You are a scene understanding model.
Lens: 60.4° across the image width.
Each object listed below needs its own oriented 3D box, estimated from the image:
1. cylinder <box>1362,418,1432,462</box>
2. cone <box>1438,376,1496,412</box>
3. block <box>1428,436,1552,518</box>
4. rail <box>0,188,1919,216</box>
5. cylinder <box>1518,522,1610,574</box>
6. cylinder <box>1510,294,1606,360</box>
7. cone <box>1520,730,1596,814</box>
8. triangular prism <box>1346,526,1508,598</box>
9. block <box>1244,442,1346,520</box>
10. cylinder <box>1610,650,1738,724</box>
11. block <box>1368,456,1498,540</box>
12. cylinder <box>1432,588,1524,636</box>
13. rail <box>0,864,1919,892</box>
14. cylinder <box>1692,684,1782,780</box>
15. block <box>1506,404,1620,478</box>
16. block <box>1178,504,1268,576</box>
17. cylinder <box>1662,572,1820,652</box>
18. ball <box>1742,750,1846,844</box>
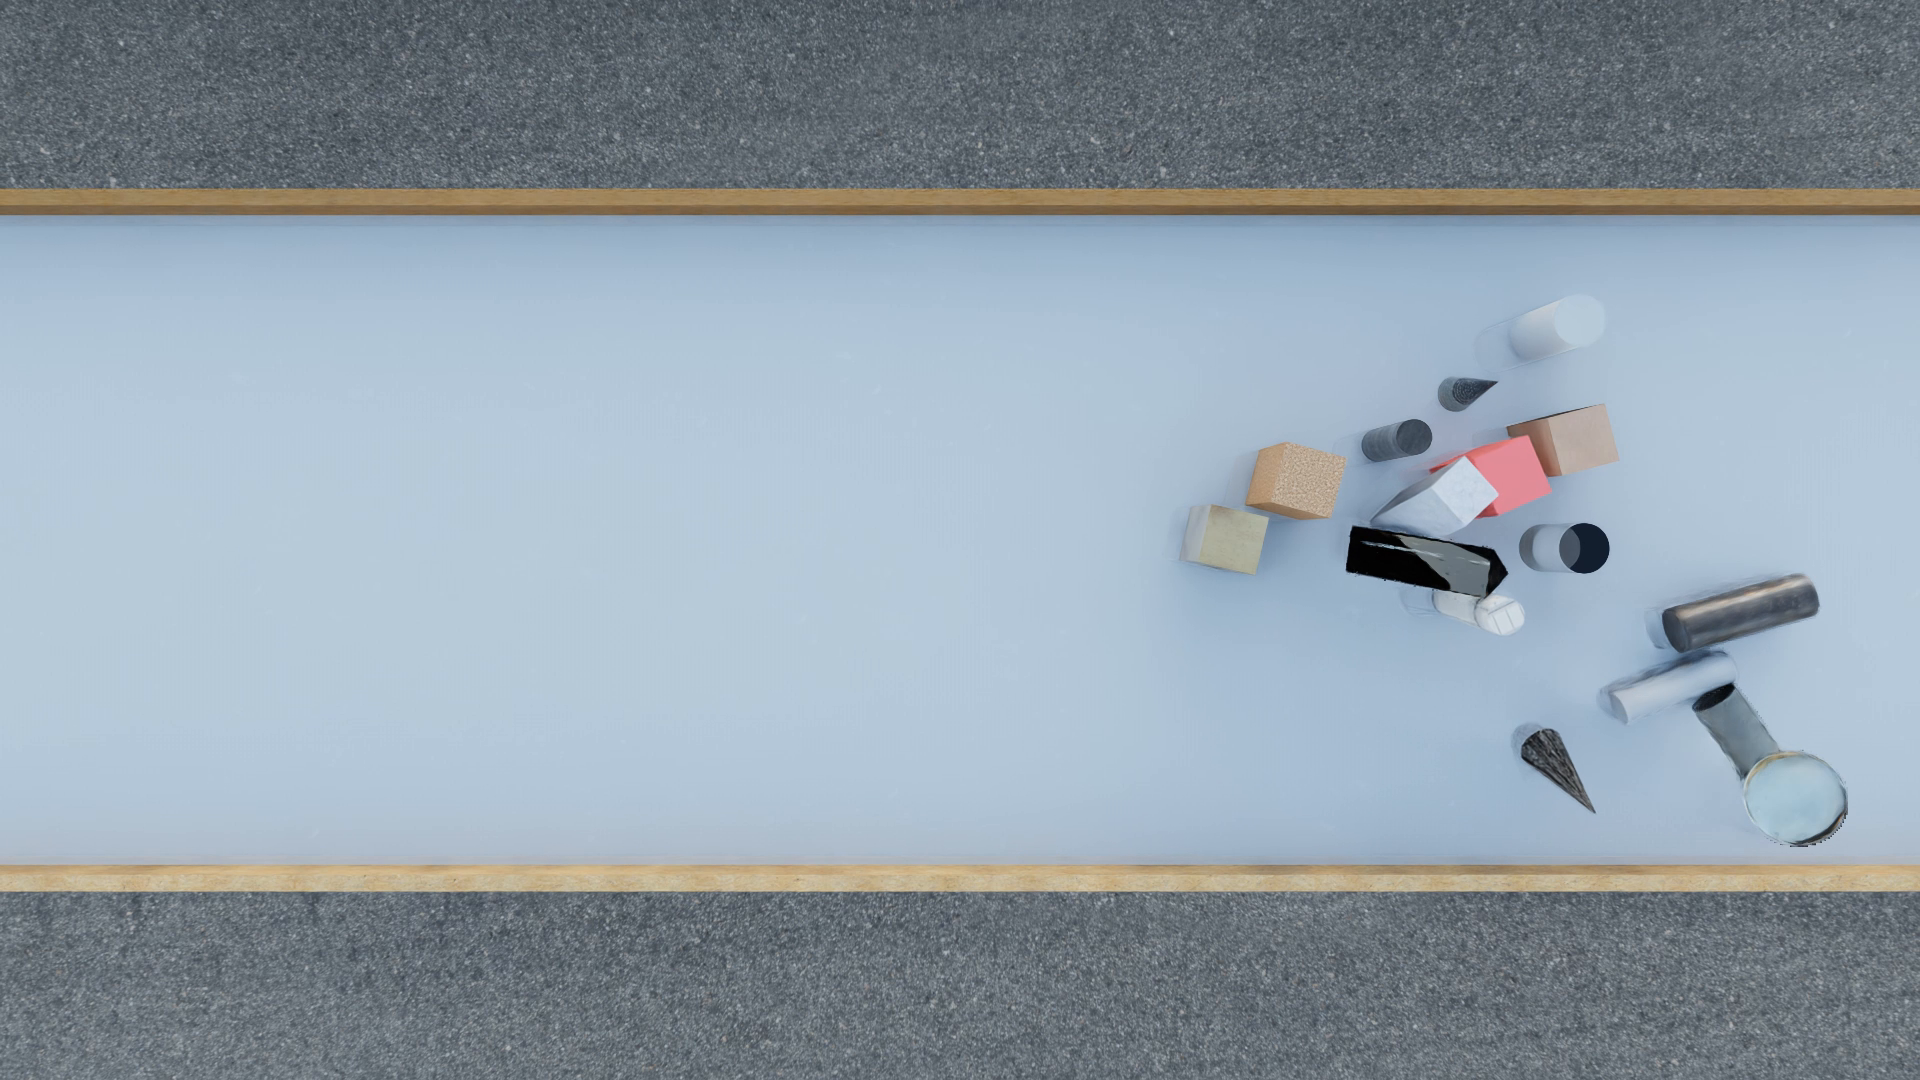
[{"bbox_3d":[1.287,-0.292,4.874,0.103,0.405,0.103,0,90,0],"label":"cylinder"},{"bbox_3d":[1.526,-0.449,4.872,0.111,0.409,0.111,0,90,0],"label":"cone"},{"bbox_3d":[1.570,-0.178,4.900,0.177,0.334,0.177,-23,90,-7],"label":"block"},{"bbox_3d":[-2.247,-1.025,5.002,12.000,0.150,0.050,0,90,0],"label":"rail"},{"bbox_3d":[1.793,0.024,4.906,0.146,0.340,0.146,0,90,0],"label":"cylinder"},{"bbox_3d":[1.768,-0.628,4.891,0.149,0.370,0.149,0,90,0],"label":"cylinder"},{"bbox_3d":[1.809,0.714,4.906,0.132,0.323,0.132,-7,123,-10],"label":"cone"},{"bbox_3d":[1.362,0.044,4.856,0.140,0.452,0.121,-37,124,-36],"label":"triangular prism"},{"bbox_3d":[0.984,-0.170,4.865,0.177,0.424,0.177,15,90,0],"label":"block"},{"bbox_3d":[2.172,0.448,5.025,0.356,0.104,0.104,-21,90,0],"label":"cylinder"},{"bbox_3d":[1.389,-0.093,4.856,0.147,0.409,0.147,-40,87,-17],"label":"block"},{"bbox_3d":[1.518,0.197,4.850,0.107,0.445,0.107,0,95,-4],"label":"cylinder"},{"bbox_3d":[-2.247,1.025,5.001,12.000,0.150,0.050,0,90,0],"label":"rail"},{"bbox_3d":[2.375,0.601,5.005,0.142,0.142,0.303,-36,90,0],"label":"cylinder"},{"bbox_3d":[1.785,-0.288,4.899,0.170,0.355,0.170,-15,90,0],"label":"block"},{"bbox_3d":[0.773,-0.001,4.869,0.168,0.416,0.168,13,90,0],"label":"block"},{"bbox_3d":[2.368,0.220,5.007,0.415,0.140,0.140,-16,90,0],"label":"cylinder"},{"bbox_3d":[2.430,0.750,4.804,0.270,0.270,0.270,0,90,0],"label":"ball"}]
